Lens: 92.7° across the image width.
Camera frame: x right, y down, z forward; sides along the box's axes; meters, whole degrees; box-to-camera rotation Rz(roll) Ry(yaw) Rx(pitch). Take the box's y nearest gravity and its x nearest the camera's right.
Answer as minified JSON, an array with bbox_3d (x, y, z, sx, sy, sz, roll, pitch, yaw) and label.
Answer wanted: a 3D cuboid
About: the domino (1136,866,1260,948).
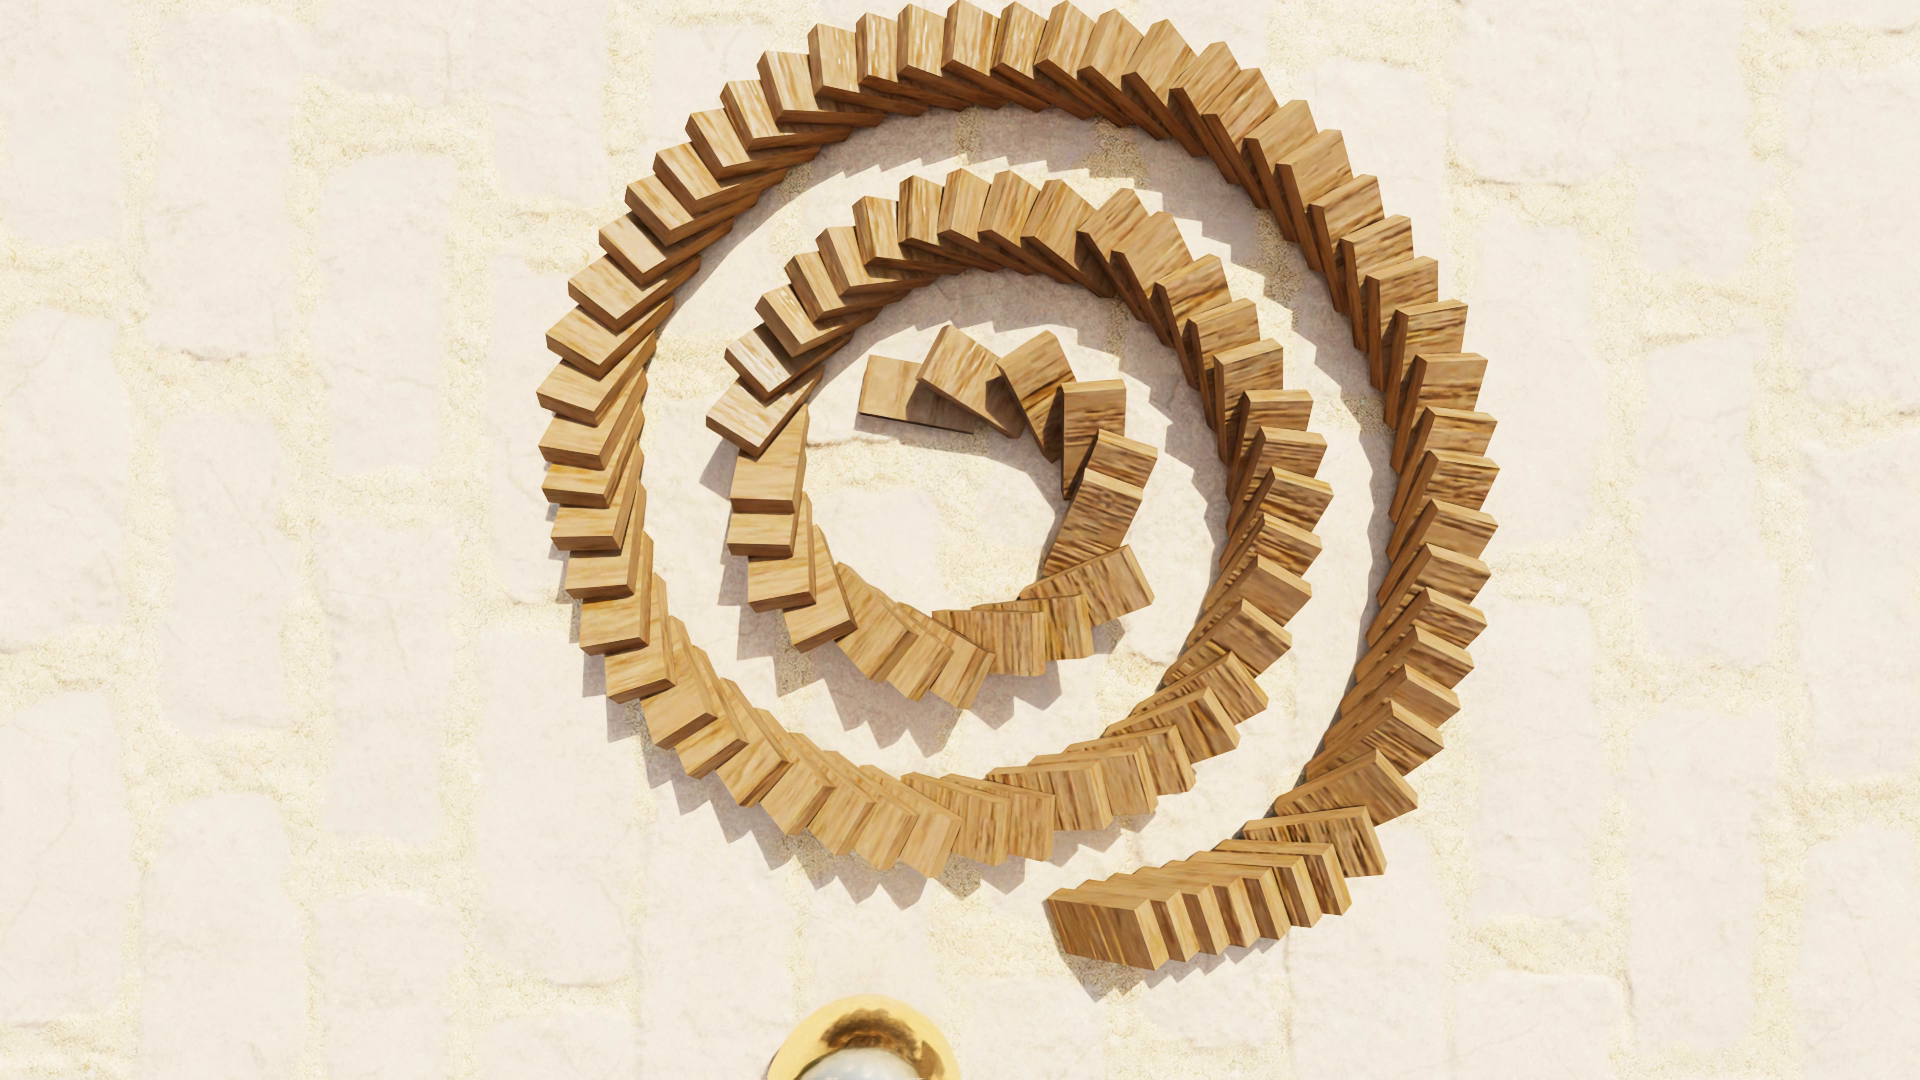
[{"bbox_3d":[0.096,0.150,0.378,0.009,0.050,0.025,-18,90,-40],"label":"domino"}]

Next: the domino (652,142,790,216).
[{"bbox_3d":[-0.099,-0.155,0.381,0.025,0.010,0.050,50,53,1],"label":"domino"}]

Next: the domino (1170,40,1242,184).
[{"bbox_3d":[0.111,-0.177,0.383,0.025,0.010,0.050,-48,122,0],"label":"domino"}]

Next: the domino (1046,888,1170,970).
[{"bbox_3d":[0.060,0.160,0.378,0.009,0.050,0.025,-19,90,-40],"label":"domino"}]

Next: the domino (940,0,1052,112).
[{"bbox_3d":[0.017,-0.201,0.382,0.050,0.009,0.025,8,88,-33],"label":"domino"}]

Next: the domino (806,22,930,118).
[{"bbox_3d":[-0.038,-0.195,0.382,0.050,0.010,0.025,-6,90,-34],"label":"domino"}]

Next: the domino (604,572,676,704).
[{"bbox_3d":[-0.135,0.040,0.383,0.025,0.009,0.050,-18,60,2],"label":"domino"}]

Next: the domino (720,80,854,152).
[{"bbox_3d":[-0.071,-0.178,0.381,0.050,0.009,0.025,-25,90,-36],"label":"domino"}]

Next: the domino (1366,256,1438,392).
[{"bbox_3d":[0.185,-0.090,0.383,0.025,0.010,0.050,-19,121,-1],"label":"domino"}]

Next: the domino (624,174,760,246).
[{"bbox_3d":[-0.110,-0.143,0.381,0.025,0.010,0.050,46,53,1],"label":"domino"}]

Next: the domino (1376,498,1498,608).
[{"bbox_3d":[0.198,0.009,0.383,0.025,0.010,0.050,15,121,0],"label":"domino"}]

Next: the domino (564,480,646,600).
[{"bbox_3d":[-0.148,-0.001,0.384,0.025,0.009,0.050,-4,61,0],"label":"domino"}]

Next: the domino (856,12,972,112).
[{"bbox_3d":[-0.019,-0.199,0.382,0.050,0.009,0.025,-2,90,-33],"label":"domino"}]

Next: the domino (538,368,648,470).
[{"bbox_3d":[-0.152,-0.053,0.381,0.025,0.010,0.050,9,54,3],"label":"domino"}]

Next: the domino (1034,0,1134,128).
[{"bbox_3d":[0.056,-0.197,0.382,0.050,0.010,0.025,19,88,-33],"label":"domino"}]

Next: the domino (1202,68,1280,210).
[{"bbox_3d":[0.124,-0.166,0.382,0.025,0.010,0.050,-48,123,0],"label":"domino"}]

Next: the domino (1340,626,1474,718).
[{"bbox_3d":[0.185,0.061,0.381,0.025,0.010,0.050,26,126,-1],"label":"domino"}]

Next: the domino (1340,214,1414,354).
[{"bbox_3d":[0.176,-0.106,0.383,0.025,0.010,0.050,-23,121,0],"label":"domino"}]

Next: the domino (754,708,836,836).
[{"bbox_3d":[-0.077,0.096,0.382,0.050,0.009,0.025,38,92,32],"label":"domino"}]

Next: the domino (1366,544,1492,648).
[{"bbox_3d":[0.194,0.027,0.383,0.025,0.010,0.050,18,123,0],"label":"domino"}]

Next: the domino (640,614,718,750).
[{"bbox_3d":[-0.121,0.059,0.382,0.025,0.009,0.050,-32,59,2],"label":"domino"}]

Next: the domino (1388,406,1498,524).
[{"bbox_3d":[0.201,-0.030,0.384,0.025,0.009,0.050,6,119,0],"label":"domino"}]

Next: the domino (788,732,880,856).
[{"bbox_3d":[-0.059,0.105,0.382,0.050,0.009,0.025,32,93,32],"label":"domino"}]

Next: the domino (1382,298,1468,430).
[{"bbox_3d":[0.194,-0.073,0.383,0.025,0.009,0.050,-10,121,-3],"label":"domino"}]

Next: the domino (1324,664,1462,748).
[{"bbox_3d":[0.179,0.076,0.381,0.025,0.010,0.050,29,126,-2],"label":"domino"}]

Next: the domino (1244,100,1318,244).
[{"bbox_3d":[0.140,-0.153,0.383,0.025,0.010,0.050,-38,122,0],"label":"domino"}]

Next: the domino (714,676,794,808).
[{"bbox_3d":[-0.093,0.084,0.383,0.025,0.010,0.050,-47,58,0],"label":"domino"}]

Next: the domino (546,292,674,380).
[{"bbox_3d":[-0.145,-0.091,0.382,0.025,0.009,0.050,31,56,1],"label":"domino"}]

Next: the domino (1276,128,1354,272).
[{"bbox_3d":[0.152,-0.141,0.382,0.025,0.010,0.050,-35,122,-2],"label":"domino"}]

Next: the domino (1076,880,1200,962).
[{"bbox_3d":[0.072,0.156,0.378,0.010,0.050,0.025,-19,91,-40],"label":"domino"}]

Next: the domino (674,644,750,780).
[{"bbox_3d":[-0.110,0.071,0.383,0.025,0.009,0.050,-36,59,0],"label":"domino"}]

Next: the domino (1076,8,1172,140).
[{"bbox_3d":[0.074,-0.193,0.382,0.050,0.010,0.025,23,88,-33],"label":"domino"}]

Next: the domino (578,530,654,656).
[{"bbox_3d":[-0.143,0.022,0.383,0.025,0.009,0.050,-10,61,3],"label":"domino"}]

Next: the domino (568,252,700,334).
[{"bbox_3d":[-0.135,-0.111,0.383,0.025,0.009,0.050,38,58,0],"label":"domino"}]

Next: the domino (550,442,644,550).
[{"bbox_3d":[-0.150,-0.019,0.381,0.025,0.010,0.050,-1,54,1],"label":"domino"}]

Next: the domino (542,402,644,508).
[{"bbox_3d":[-0.152,-0.037,0.382,0.025,0.010,0.050,6,54,1],"label":"domino"}]

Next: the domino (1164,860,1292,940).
[{"bbox_3d":[0.108,0.147,0.378,0.009,0.050,0.025,-19,90,-40],"label":"domino"}]

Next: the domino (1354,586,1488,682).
[{"bbox_3d":[0.191,0.045,0.381,0.025,0.010,0.050,23,126,-1],"label":"domino"}]

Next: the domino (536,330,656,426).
[{"bbox_3d":[-0.150,-0.072,0.381,0.025,0.009,0.050,19,55,2],"label":"domino"}]

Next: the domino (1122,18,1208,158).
[{"bbox_3d":[0.092,-0.187,0.382,0.050,0.010,0.025,32,88,-33],"label":"domino"}]

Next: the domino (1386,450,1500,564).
[{"bbox_3d":[0.200,-0.012,0.382,0.025,0.009,0.050,8,122,-1],"label":"domino"}]

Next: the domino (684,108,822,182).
[{"bbox_3d":[-0.085,-0.167,0.381,0.050,0.010,0.025,-31,90,-36],"label":"domino"}]

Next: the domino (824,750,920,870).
[{"bbox_3d":[-0.043,0.112,0.382,0.050,0.009,0.025,28,92,33],"label":"domino"}]

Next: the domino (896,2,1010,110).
[{"bbox_3d":[-0.002,-0.200,0.382,0.050,0.010,0.025,2,88,-33],"label":"domino"}]

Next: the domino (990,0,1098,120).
[{"bbox_3d":[0.038,-0.199,0.383,0.050,0.009,0.025,12,90,-32],"label":"domino"}]

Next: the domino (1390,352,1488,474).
[{"bbox_3d":[0.199,-0.052,0.383,0.025,0.009,0.050,-2,120,-3],"label":"domino"}]

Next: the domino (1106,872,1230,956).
[{"bbox_3d":[0.084,0.153,0.378,0.009,0.050,0.025,-19,91,-40],"label":"domino"}]

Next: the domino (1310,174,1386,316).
[{"bbox_3d":[0.165,-0.123,0.383,0.025,0.010,0.050,-29,121,0],"label":"domino"}]

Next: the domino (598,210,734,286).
[{"bbox_3d":[-0.122,-0.130,0.384,0.025,0.009,0.050,44,61,0],"label":"domino"}]

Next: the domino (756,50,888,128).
[{"bbox_3d":[-0.057,-0.187,0.381,0.050,0.009,0.025,-17,88,-36],"label":"domino"}]
